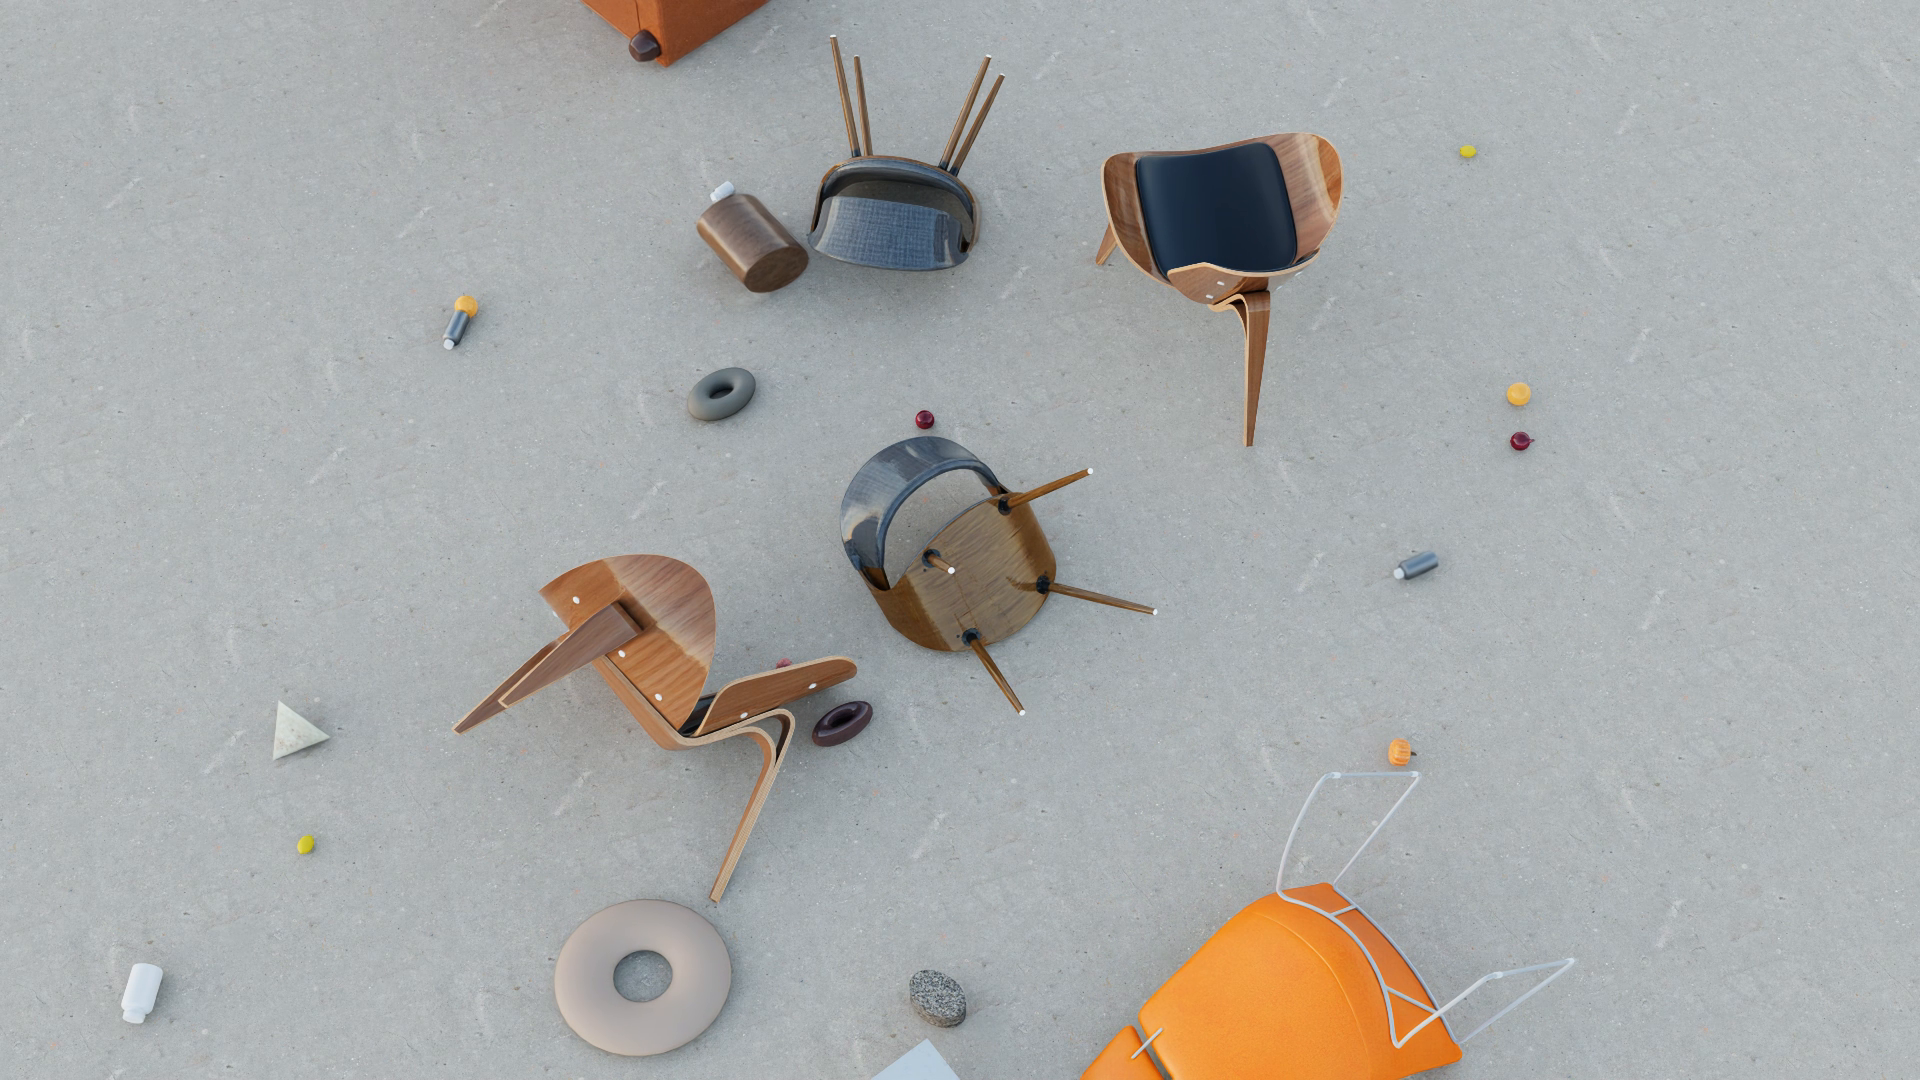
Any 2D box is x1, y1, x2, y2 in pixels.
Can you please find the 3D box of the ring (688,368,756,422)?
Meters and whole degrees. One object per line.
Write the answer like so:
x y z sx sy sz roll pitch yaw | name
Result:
-0.741 -0.453 6.832 0.235 0.077 0.155 -33 61 -21 | ring

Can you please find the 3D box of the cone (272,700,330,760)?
-1.885 0.560 6.174 0.198 0.084 0.144 31 78 18 | cone

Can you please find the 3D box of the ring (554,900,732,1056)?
-0.832 1.143 5.768 0.466 0.066 0.436 5 57 4 | ring

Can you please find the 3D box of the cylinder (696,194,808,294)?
-0.670 -0.958 7.102 0.252 0.180 0.282 -19 56 -37 | cylinder

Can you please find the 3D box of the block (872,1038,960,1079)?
-0.095 1.474 5.473 0.275 0.185 0.315 -32 62 -20 | block

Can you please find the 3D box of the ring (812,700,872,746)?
-0.330 0.516 6.180 0.194 0.081 0.088 -29 59 -16 | ring

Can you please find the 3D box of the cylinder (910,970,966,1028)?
-0.058 1.195 5.726 0.162 0.076 0.111 30 61 19 | cylinder
